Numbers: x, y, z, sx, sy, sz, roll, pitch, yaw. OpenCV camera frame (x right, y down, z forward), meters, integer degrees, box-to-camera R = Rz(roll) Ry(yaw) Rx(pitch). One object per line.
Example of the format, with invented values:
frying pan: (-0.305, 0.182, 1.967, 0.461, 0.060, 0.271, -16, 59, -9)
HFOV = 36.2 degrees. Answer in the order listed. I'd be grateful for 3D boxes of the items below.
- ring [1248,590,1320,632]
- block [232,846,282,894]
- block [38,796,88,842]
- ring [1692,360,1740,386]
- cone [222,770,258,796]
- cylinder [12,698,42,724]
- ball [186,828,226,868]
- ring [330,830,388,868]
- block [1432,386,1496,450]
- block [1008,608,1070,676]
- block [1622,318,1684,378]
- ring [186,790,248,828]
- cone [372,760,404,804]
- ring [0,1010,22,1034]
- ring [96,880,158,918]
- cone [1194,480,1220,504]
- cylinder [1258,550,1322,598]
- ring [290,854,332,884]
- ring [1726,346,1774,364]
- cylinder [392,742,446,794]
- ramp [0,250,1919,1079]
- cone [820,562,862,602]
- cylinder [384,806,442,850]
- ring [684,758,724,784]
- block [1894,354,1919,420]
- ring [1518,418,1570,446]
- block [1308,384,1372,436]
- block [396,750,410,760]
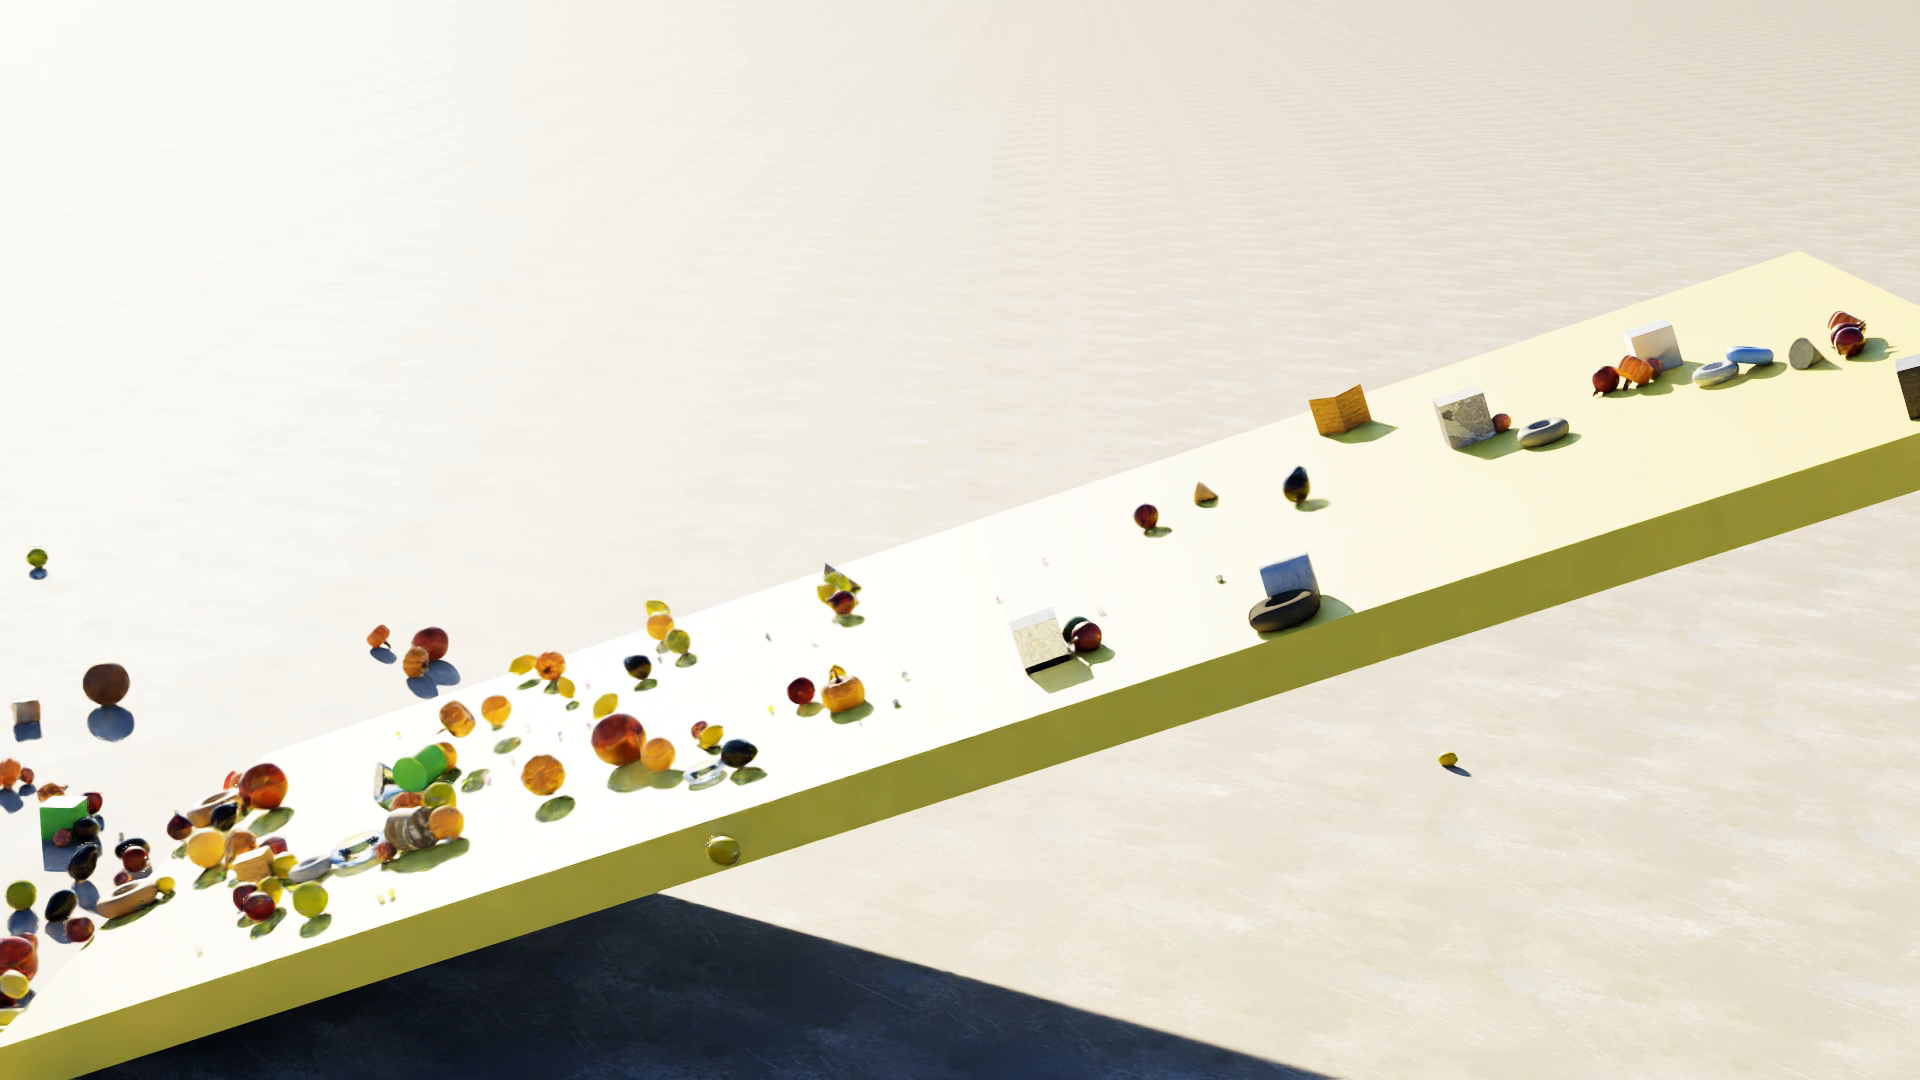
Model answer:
ring: (0.588, 0.128, 5.345, 0.135, 0.045, 0.135, -19, 9, 3)
block: (-1.452, 0.681, 6.072, 0.068, 0.068, 0.068, -19, 11, 3)
block: (-2.168, 0.674, 7.116, 0.084, 0.084, 0.084, 1, 12, 6)
ring: (1.553, -0.342, 6.041, 0.098, 0.033, 0.098, -18, 12, 4)
cone: (-1.708, 0.596, 7.024, 0.077, 0.077, 0.077, 16, 16, 15)
cylinder: (-2.573, 0.471, 8.106, 0.065, 0.065, 0.065, -7, 14, -30)
ball: (-1.639, 0.671, 6.398, 0.086, 0.086, 0.086, 0, 12, 0)
ring: (-1.227, 0.630, 6.009, 0.124, 0.041, 0.124, -19, 12, 4)
block: (1.077, -0.262, 6.287, 0.098, 0.098, 0.098, -19, 11, 4)
block: (0.153, 0.194, 5.649, 0.090, 0.090, 0.090, -19, 11, 1)
block: (1.492, -0.412, 6.332, 0.092, 0.092, 0.092, -18, 11, 6)
ring: (-1.737, 0.627, 6.880, 0.150, 0.050, 0.150, -19, 11, 4)
cone: (-1.236, 0.536, 6.482, 0.095, 0.095, 0.095, 5, 9, -23)
ring: (-1.889, 0.970, 5.831, 0.138, 0.046, 0.138, 0, 13, 0)
ring: (-1.777, 0.766, 6.276, 0.134, 0.045, 0.134, -18, 12, 4)
cone: (0.557, -0.102, 6.592, 0.054, 0.054, 0.054, 13, 15, 16)
cylinder: (0.610, 0.075, 5.441, 0.093, 0.093, 0.093, -18, 10, 9)
ring: (-1.324, 0.671, 5.999, 0.094, 0.031, 0.094, -20, 11, 4)
ring: (1.622, -0.380, 6.041, 0.097, 0.032, 0.097, 3, 8, 0)
cylinder: (-1.187, 0.501, 6.459, 0.086, 0.086, 0.086, 4, 19, 19)
ramp: (0.107, 0.180, 6.304, 4.000, 0.100, 2.000, -18, 11, 6)
cone: (-0.278, 0.104, 6.963, 0.097, 0.097, 0.097, 7, 12, -4)
cylinder: (-1.100, 0.581, 5.917, 0.084, 0.084, 0.084, -9, 3, 42)
ring: (-0.494, 0.447, 5.683, 0.083, 0.028, 0.083, -17, 12, 4)
block: (1.732, -0.280, 5.259, 0.093, 0.093, 0.093, -15, 11, 19)
ring: (1.199, -0.221, 6.043, 0.109, 0.036, 0.109, -18, 12, 4)
block: (0.885, -0.303, 6.848, 0.090, 0.090, 0.090, -27, 13, -34)
block: (-1.213, 0.502, 6.561, 0.061, 0.061, 0.061, -18, 11, 10)
